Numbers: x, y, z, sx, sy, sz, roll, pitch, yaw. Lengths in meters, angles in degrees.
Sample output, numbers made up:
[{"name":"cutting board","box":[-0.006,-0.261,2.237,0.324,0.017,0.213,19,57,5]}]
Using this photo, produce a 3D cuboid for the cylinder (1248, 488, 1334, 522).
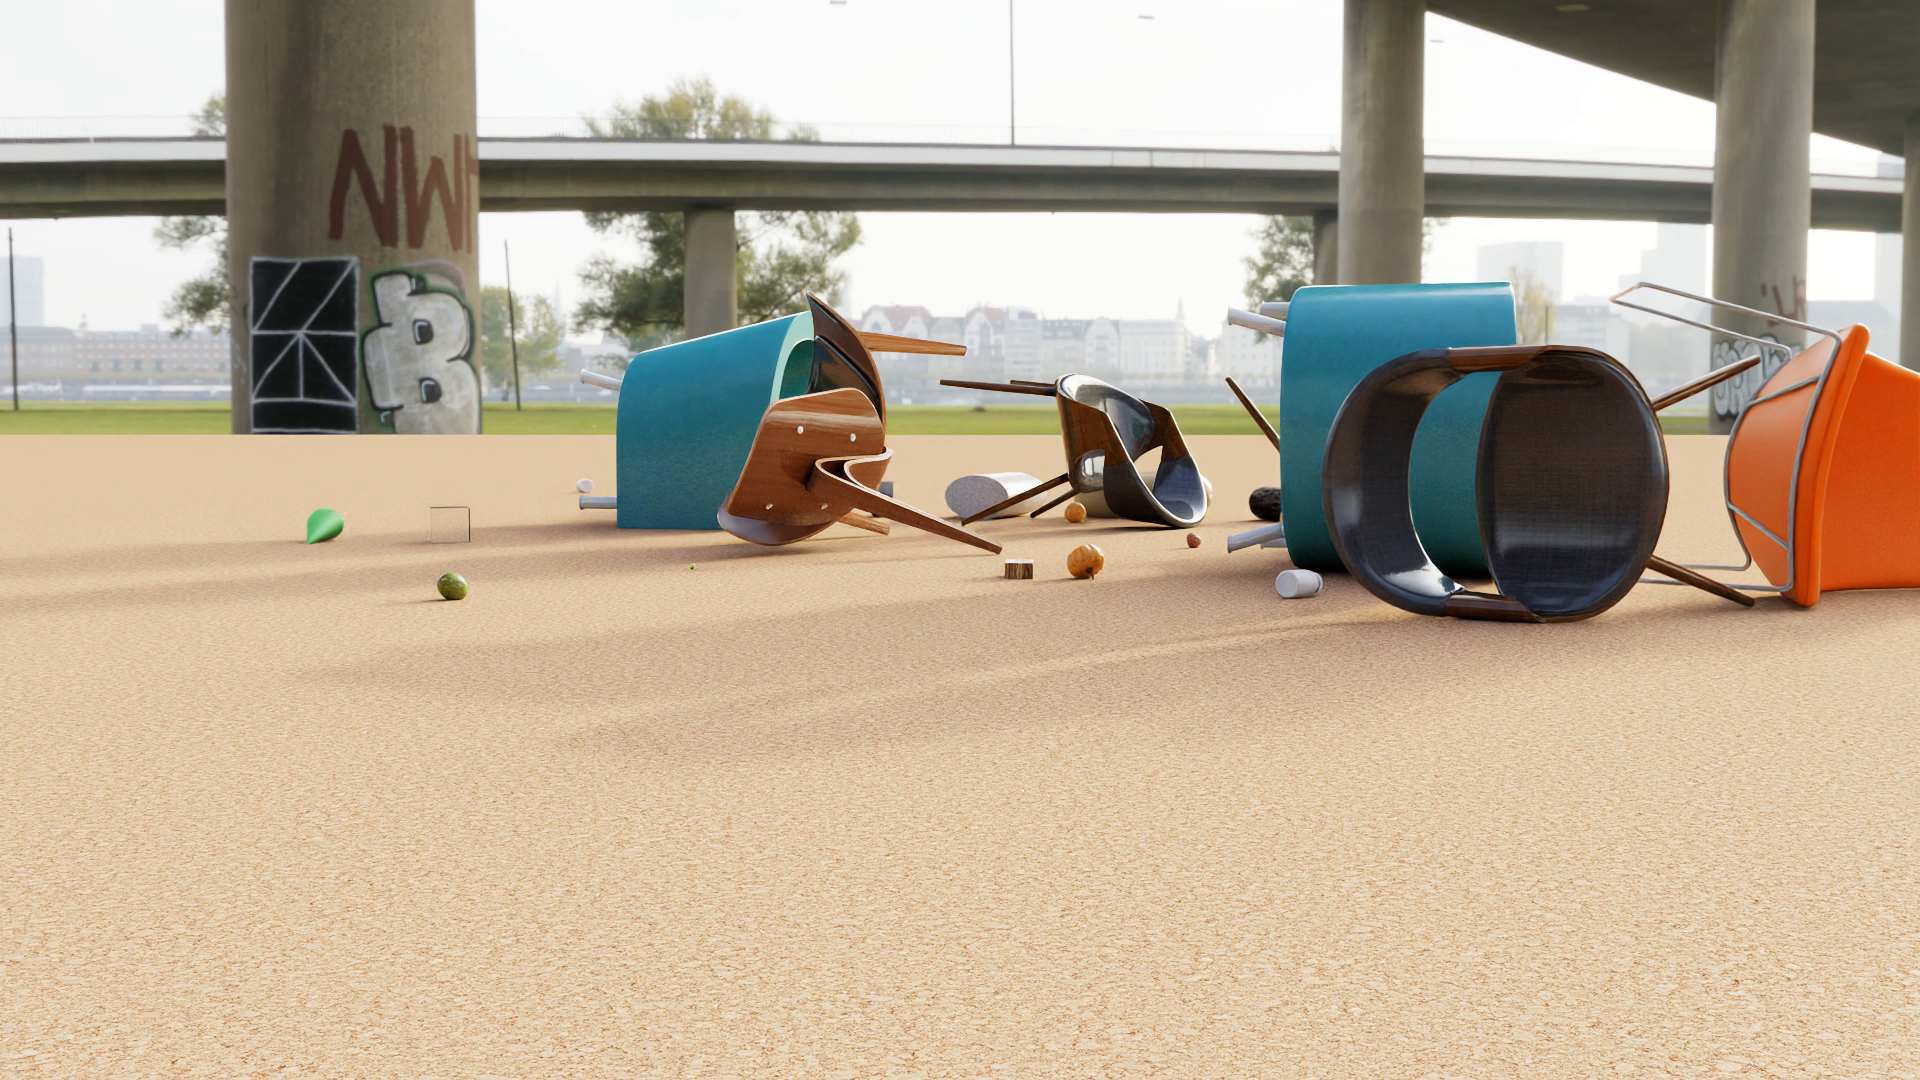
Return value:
[{"name":"cylinder","box":[1.124,-0.120,7.474,0.144,0.111,0.261,8,-1,-35]}]

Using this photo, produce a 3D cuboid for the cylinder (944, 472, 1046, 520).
[{"name":"cylinder","box":[0.128,-0.156,7.697,0.246,0.154,0.331,5,6,25]}]

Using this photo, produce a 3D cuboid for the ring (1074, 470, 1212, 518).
[{"name":"ring","box":[0.641,-0.158,7.711,0.497,0.158,0.284,0,5,16]}]

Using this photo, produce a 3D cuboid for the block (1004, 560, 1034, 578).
[{"name":"block","box":[0.142,0.070,5.254,0.066,0.038,0.102,0,4,4]}]

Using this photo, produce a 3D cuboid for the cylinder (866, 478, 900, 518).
[{"name":"cylinder","box":[-0.270,-0.146,7.748,0.075,0.126,0.149,14,25,11]}]

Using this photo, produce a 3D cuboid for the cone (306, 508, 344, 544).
[{"name":"cone","box":[-1.883,-0.017,6.434,0.112,0.098,0.181,-17,18,7]}]

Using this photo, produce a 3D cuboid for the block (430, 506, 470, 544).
[{"name":"block","box":[-1.499,-0.045,6.464,0.110,0.101,0.097,-1,4,-16]}]

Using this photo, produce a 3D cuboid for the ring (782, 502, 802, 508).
[{"name":"ring","box":[-0.630,-0.131,8.286,0.071,0.024,0.096,1,3,23]}]

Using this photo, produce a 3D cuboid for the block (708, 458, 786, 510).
[{"name":"block","box":[-0.807,-0.215,8.329,0.236,0.185,0.204,1,4,17]}]
